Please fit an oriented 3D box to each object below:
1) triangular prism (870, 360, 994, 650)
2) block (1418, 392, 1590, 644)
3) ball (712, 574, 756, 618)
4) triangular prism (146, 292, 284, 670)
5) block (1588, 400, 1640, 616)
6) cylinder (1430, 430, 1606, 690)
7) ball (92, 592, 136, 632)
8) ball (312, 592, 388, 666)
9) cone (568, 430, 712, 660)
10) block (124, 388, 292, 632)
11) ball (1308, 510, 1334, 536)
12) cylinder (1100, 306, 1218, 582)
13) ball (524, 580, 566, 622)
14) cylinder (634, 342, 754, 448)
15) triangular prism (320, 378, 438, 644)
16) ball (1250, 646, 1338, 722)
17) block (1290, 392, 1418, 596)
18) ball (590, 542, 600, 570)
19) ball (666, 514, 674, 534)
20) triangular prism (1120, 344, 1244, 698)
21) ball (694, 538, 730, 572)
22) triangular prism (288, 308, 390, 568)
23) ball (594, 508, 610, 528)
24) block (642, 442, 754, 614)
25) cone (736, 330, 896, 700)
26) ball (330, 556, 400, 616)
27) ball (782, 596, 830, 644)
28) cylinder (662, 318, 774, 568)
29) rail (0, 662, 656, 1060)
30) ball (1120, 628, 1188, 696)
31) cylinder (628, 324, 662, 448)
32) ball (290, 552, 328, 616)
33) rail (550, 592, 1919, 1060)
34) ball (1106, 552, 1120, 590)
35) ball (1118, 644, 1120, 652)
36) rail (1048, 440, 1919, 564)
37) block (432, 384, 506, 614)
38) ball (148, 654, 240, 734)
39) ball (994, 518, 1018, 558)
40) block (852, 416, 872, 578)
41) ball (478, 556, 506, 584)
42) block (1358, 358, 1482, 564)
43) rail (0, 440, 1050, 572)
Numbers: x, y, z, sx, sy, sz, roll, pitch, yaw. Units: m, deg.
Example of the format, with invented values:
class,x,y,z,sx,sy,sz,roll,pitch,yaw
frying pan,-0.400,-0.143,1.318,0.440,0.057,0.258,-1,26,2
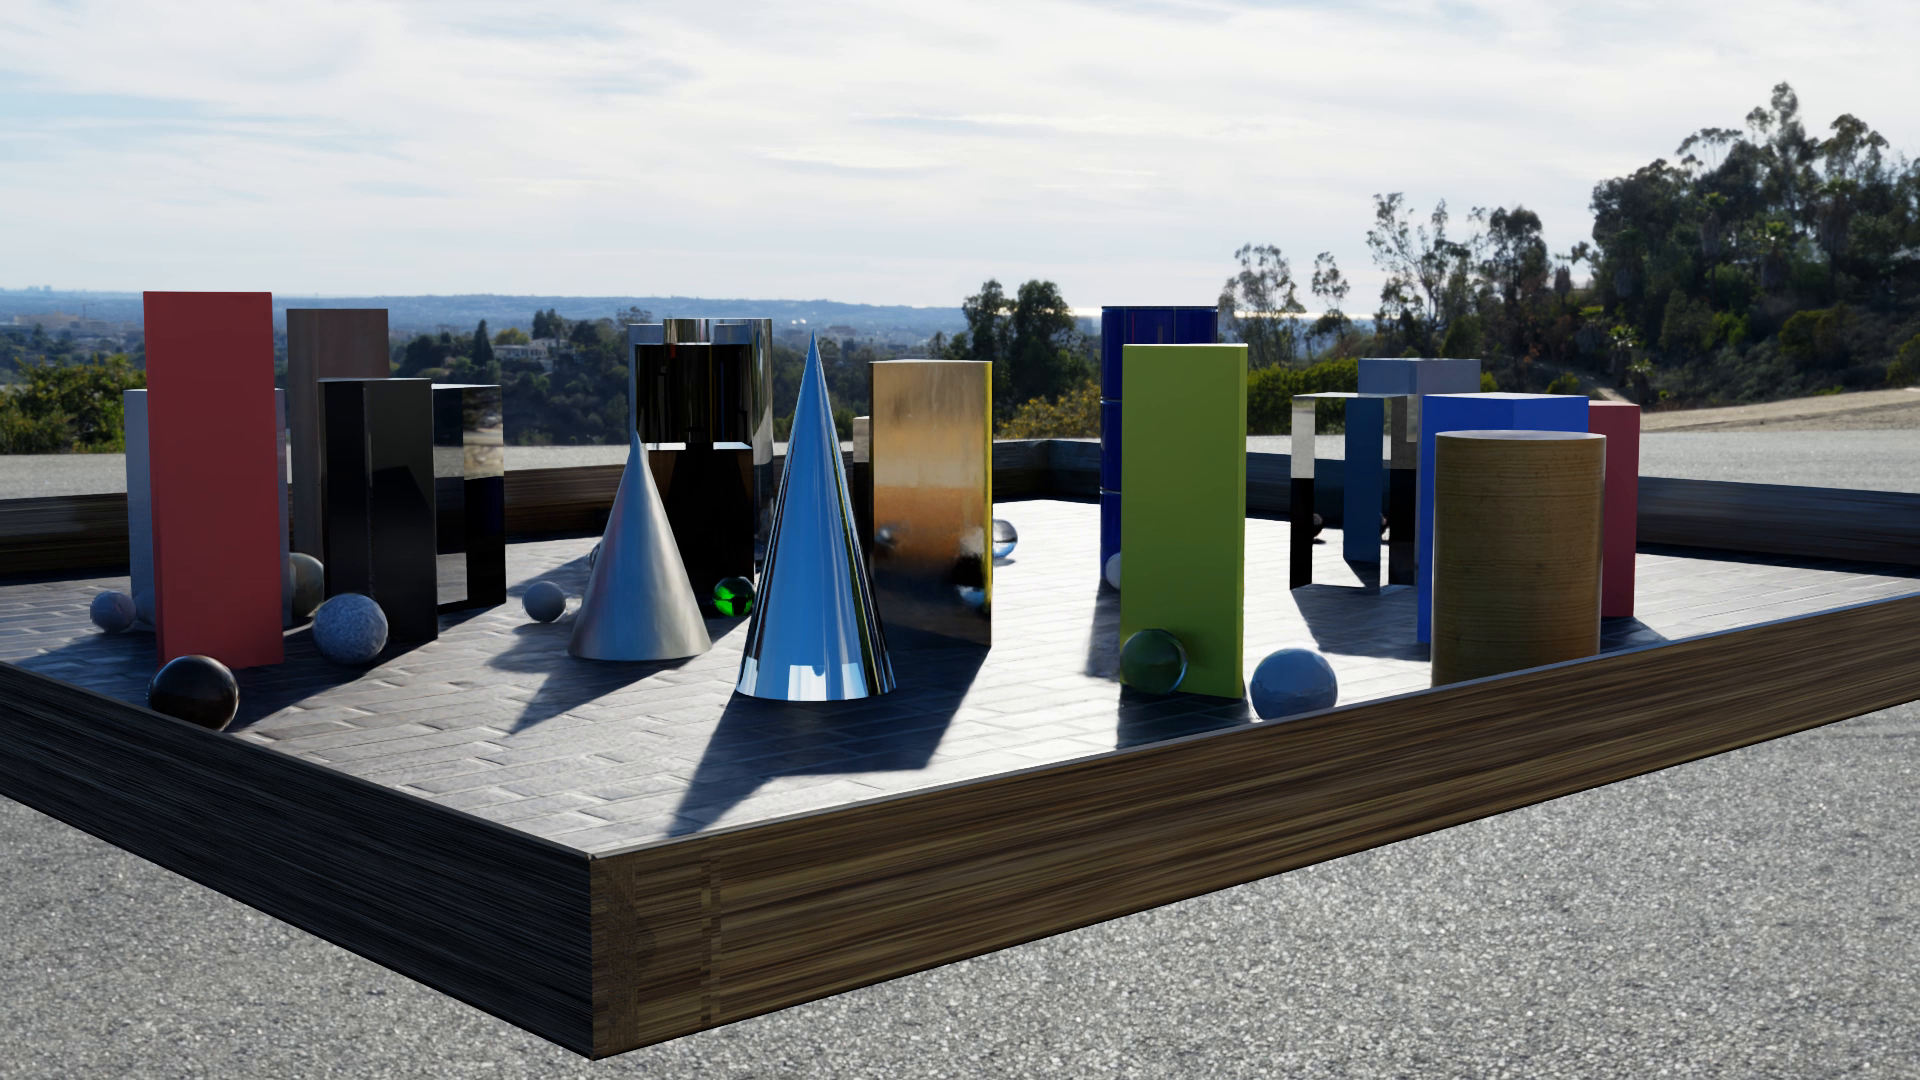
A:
class,x,y,z,sx,sy,sz,roll,pitch,yaw
triangular prism,-0.053,-0.052,2.937,0.164,0.374,0.142,-1,6,-14
block,0.718,-0.026,2.913,0.151,0.329,0.151,-4,7,-36
ball,-0.326,0.080,3.175,0.062,0.062,0.062,0,6,0
triangular prism,-0.959,-0.076,2.738,0.142,0.464,0.164,6,8,44
block,0.903,-0.049,3.243,0.151,0.305,0.151,0,6,4
cylinder,0.639,0.029,2.524,0.189,0.300,0.189,0,6,0
ball,-1.165,0.099,3.027,0.056,0.056,0.056,0,6,0
ball,-0.760,0.111,2.740,0.091,0.091,0.091,0,6,0
cone,-0.419,0.000,2.864,0.189,0.287,0.189,0,6,0
block,-1.045,-0.043,3.059,0.151,0.332,0.151,4,7,35
ball,0.709,-0.033,4.307,0.050,0.050,0.050,0,6,0
cylinder,0.324,-0.158,3.594,0.189,0.447,0.189,0,6,0
ball,-0.588,0.088,3.120,0.059,0.059,0.059,0,6,0
cylinder,-0.430,-0.124,3.566,0.189,0.386,0.189,0,6,0
triangular prism,-0.813,-0.041,2.946,0.142,0.350,0.164,6,8,45
ball,0.350,0.157,2.302,0.092,0.092,0.092,0,6,0
block,0.625,-0.076,3.492,0.151,0.307,0.151,4,7,31
ball,-0.560,0.034,3.547,0.076,0.076,0.076,0,6,0
ball,-0.563,-0.018,4.044,0.075,0.075,0.075,0,6,0
triangular prism,0.298,-0.030,2.600,0.164,0.401,0.142,5,8,37
ball,-0.420,0.025,3.719,0.057,0.057,0.057,0,6,0
triangular prism,-1.004,-0.157,3.612,0.142,0.443,0.164,-4,7,-31
ball,-0.719,-0.043,4.441,0.042,0.042,0.042,0,6,0
block,-0.390,-0.019,3.260,0.151,0.241,0.151,-1,6,-12
cone,-0.170,-0.036,2.572,0.189,0.420,0.189,0,6,0
ball,-0.842,0.070,3.113,0.095,0.095,0.095,0,6,0
ball,-0.204,0.106,2.921,0.064,0.064,0.064,0,6,0
cylinder,-0.419,-0.172,3.826,0.189,0.426,0.189,0,6,0
rail,-1.120,0.141,2.305,0.045,0.123,2.714,-6,8,-42
ball,0.222,0.140,2.530,0.078,0.078,0.078,0,6,0
cylinder,-0.551,-0.215,4.301,0.189,0.412,0.189,0,6,0
ball,-0.958,0.065,3.177,0.092,0.092,0.092,0,6,0
rail,0.904,0.135,2.358,3.095,0.123,0.045,-6,8,-42
ball,0.261,0.048,3.472,0.063,0.063,0.063,0,6,0
ball,0.224,0.132,2.707,0.057,0.057,0.057,0,6,0
rail,1.120,-0.077,4.360,0.045,0.123,2.714,-6,8,-42
block,-0.789,-0.065,3.281,0.151,0.328,0.151,3,7,28
ball,-0.790,0.163,2.269,0.088,0.088,0.088,0,6,0
ball,0.069,-0.003,3.924,0.071,0.071,0.071,0,6,0
block,-0.080,-0.074,3.673,0.151,0.264,0.151,2,6,19
ball,-0.758,0.049,3.558,0.044,0.044,0.044,0,6,0
block,0.816,-0.146,3.926,0.151,0.353,0.151,-4,7,-31
rail,-0.904,-0.071,4.307,3.095,0.123,0.045,-6,8,-42
